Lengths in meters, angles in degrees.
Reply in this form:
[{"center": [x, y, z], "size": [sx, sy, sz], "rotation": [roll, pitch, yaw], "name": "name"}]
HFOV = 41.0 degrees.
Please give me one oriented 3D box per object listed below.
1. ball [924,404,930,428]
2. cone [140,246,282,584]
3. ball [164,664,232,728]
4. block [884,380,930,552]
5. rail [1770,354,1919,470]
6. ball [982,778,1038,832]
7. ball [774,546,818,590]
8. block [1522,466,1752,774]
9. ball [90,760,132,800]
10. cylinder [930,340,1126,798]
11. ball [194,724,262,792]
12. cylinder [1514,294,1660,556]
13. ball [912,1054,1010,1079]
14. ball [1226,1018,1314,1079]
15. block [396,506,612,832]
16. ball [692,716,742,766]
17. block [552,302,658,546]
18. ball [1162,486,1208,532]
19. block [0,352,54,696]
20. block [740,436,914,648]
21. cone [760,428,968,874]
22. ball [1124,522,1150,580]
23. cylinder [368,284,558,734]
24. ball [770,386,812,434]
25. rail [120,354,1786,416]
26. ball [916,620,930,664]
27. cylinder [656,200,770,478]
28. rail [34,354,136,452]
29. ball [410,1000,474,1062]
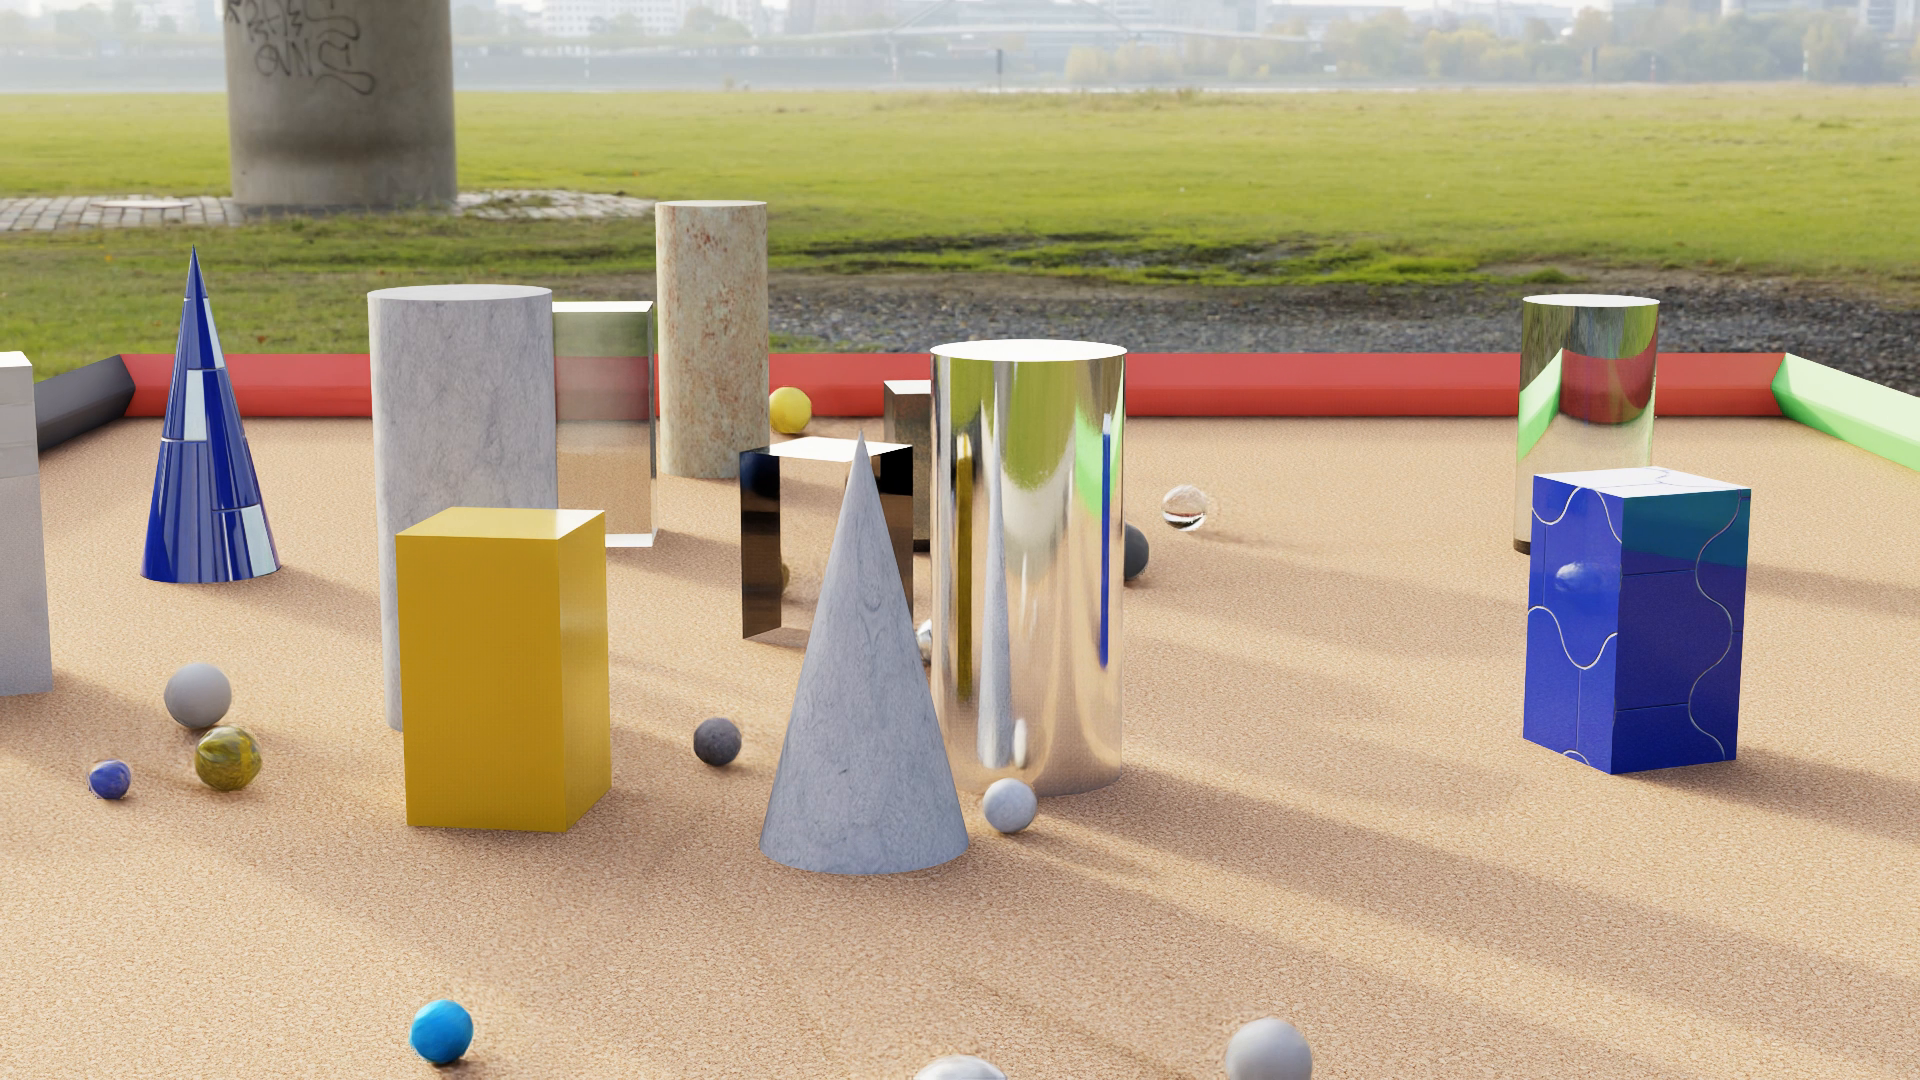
[{"center": [-0.039, -0.251, 5.162], "size": [0.068, 0.068, 0.068], "rotation": [0, 10, 0], "name": "ball"}, {"center": [-1.096, -0.191, 3.713], "size": [0.200, 0.476, 0.200], "rotation": [0, 10, 0], "name": "cone"}, {"center": [-0.848, 0.173, 2.856], "size": [0.072, 0.072, 0.072], "rotation": [0, 10, 0], "name": "ball"}, {"center": [-0.029, -0.116, 3.954], "size": [0.160, 0.242, 0.160], "rotation": [-1, 11, -8], "name": "block"}, {"center": [1.729, 0.032, 3.458], "size": [0.045, 0.130, 3.969], "rotation": [0, 10, 0], "name": "rail"}, {"center": [0.048, 0.255, 2.467], "size": [0.053, 0.053, 0.053], "rotation": [0, 10, 0], "name": "ball"}, {"center": [-0.231, 0.040, 3.603], "size": [0.064, 0.064, 0.064], "rotation": [0, 10, 0], "name": "ball"}, {"center": [0.721, 0.082, 2.745], "size": [0.160, 0.292, 0.160], "rotation": [-4, 11, -21], "name": "block"}, {"center": [-0.854, 0.241, 2.579], "size": [0.040, 0.040, 0.040], "rotation": [0, 10, 0], "name": "ball"}, {"center": [0.070, 0.024, 2.645], "size": [0.200, 0.442, 0.200], "rotation": [0, 10, 0], "name": "cylinder"}, {"center": [-0.744, 0.222, 2.608], "size": [0.067, 0.067, 0.067], "rotation": [0, 10, 0], "name": "ball"}, {"center": [0.945, -0.172, 3.877], "size": [0.200, 0.380, 0.200], "rotation": [0, 10, 0], "name": "cylinder"}, {"center": [0.001, 0.382, 1.696], "size": [0.083, 0.083, 0.083], "rotation": [0, 10, 0], "name": "ball"}, {"center": [0.219, 0.370, 1.818], "size": [0.062, 0.062, 0.062], "rotation": [0, 10, 0], "name": "ball"}, {"center": [-0.447, 0.124, 2.533], "size": [0.160, 0.287, 0.160], "rotation": [1, 11, 8], "name": "block"}, {"center": [-0.256, 0.212, 2.702], "size": [0.052, 0.052, 0.052], "rotation": [0, 10, 0], "name": "ball"}, {"center": [-0.557, -0.182, 3.981], "size": [0.160, 0.361, 0.160], "rotation": [-1, 10, -3], "name": "block"}, {"center": [0.355, -0.050, 4.060], "size": [0.074, 0.074, 0.074], "rotation": [0, 10, 0], "name": "ball"}, {"center": [-1.174, -0.019, 3.031], "size": [0.160, 0.386, 0.160], "rotation": [-5, 11, -23], "name": "block"}, {"center": [-0.170, 0.003, 3.306], "size": [0.160, 0.244, 0.160], "rotation": [6, 12, 30], "name": "block"}, {"center": [-0.091, 0.091, 2.402], "size": [0.200, 0.398, 0.200], "rotation": [0, 10, 0], "name": "cone"}, {"center": [0.231, 0.016, 3.677], "size": [0.082, 0.082, 0.082], "rotation": [0, 10, 0], "name": "ball"}, {"center": [-0.550, -0.036, 2.867], "size": [0.200, 0.481, 0.200], "rotation": [0, 10, 0], "name": "cylinder"}, {"center": [-0.343, -0.259, 5.132], "size": [0.096, 0.096, 0.096], "rotation": [0, 10, 0], "name": "ball"}, {"center": [-0.011, -0.323, 5.377], "size": [3.505, 0.130, 0.045], "rotation": [0, 10, 0], "name": "rail"}, {"center": [-0.027, 0.125, 3.154], "size": [0.059, 0.059, 0.059], "rotation": [0, 10, 0], "name": "ball"}, {"center": [-0.446, -0.367, 4.646], "size": [0.200, 0.483, 0.200], "rotation": [0, 10, 0], "name": "cylinder"}, {"center": [-1.729, 0.035, 3.439], "size": [0.045, 0.130, 3.969], "rotation": [0, 10, 0], "name": "rail"}, {"center": [-0.383, 0.364, 1.899], "size": [0.046, 0.046, 0.046], "rotation": [0, 10, 0], "name": "ball"}]
